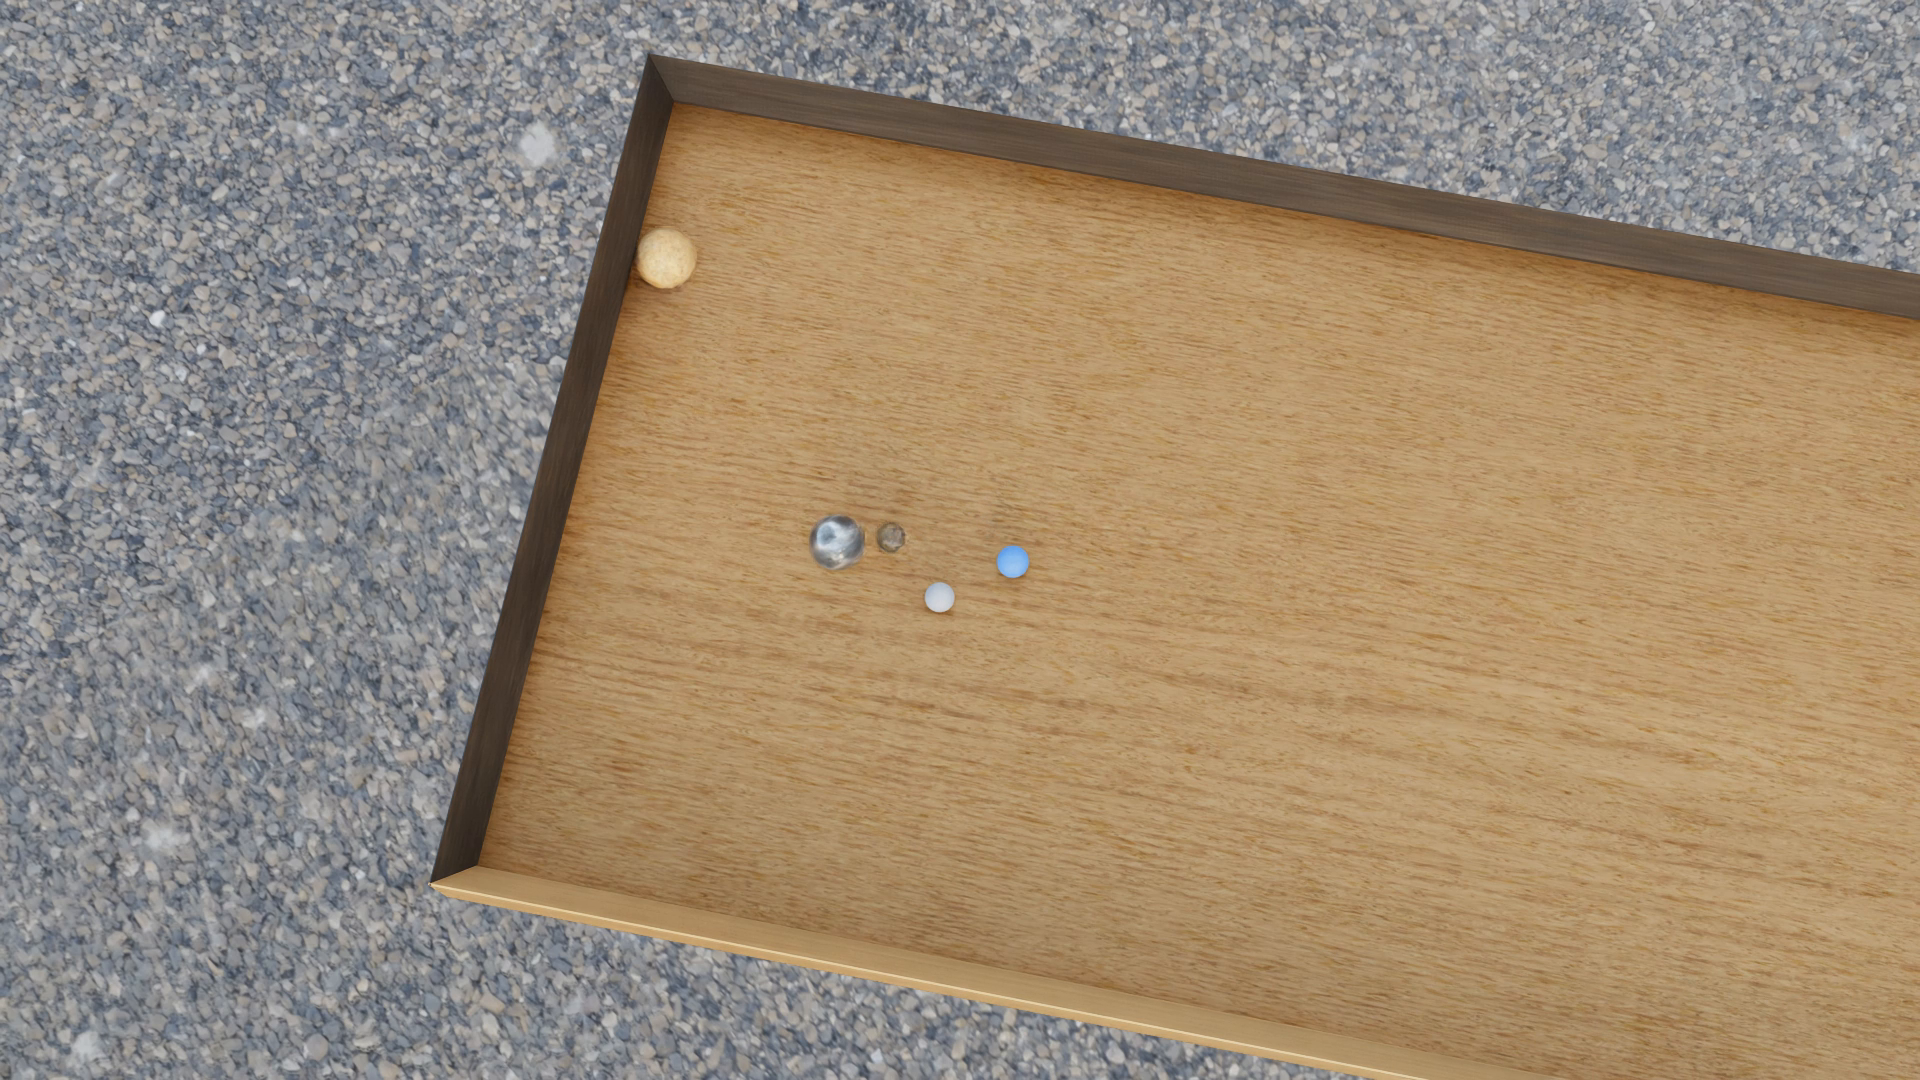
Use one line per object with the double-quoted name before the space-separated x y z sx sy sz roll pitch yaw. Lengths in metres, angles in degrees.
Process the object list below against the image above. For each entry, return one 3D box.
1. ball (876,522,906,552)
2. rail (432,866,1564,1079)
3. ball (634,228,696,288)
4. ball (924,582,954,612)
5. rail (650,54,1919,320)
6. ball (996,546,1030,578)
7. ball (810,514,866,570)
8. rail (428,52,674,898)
"ball" -0.106 -0.004 3.394 0.047 0.047 0.047 0 73 0
"rail" 0.505 0.721 3.131 2.566 0.125 0.045 10 73 3
"ball" -0.469 -0.449 3.504 0.096 0.096 0.096 0 73 0
"ball" -0.031 0.088 3.366 0.046 0.046 0.046 0 73 0
"rail" 0.754 -0.508 3.506 2.566 0.125 0.045 10 73 3
"ball" 0.081 0.033 3.381 0.050 0.050 0.050 0 73 0
"ball" -0.187 0.004 3.372 0.086 0.086 0.086 0 73 0
"rail" -0.607 -0.122 3.388 0.045 0.125 1.357 10 73 3
